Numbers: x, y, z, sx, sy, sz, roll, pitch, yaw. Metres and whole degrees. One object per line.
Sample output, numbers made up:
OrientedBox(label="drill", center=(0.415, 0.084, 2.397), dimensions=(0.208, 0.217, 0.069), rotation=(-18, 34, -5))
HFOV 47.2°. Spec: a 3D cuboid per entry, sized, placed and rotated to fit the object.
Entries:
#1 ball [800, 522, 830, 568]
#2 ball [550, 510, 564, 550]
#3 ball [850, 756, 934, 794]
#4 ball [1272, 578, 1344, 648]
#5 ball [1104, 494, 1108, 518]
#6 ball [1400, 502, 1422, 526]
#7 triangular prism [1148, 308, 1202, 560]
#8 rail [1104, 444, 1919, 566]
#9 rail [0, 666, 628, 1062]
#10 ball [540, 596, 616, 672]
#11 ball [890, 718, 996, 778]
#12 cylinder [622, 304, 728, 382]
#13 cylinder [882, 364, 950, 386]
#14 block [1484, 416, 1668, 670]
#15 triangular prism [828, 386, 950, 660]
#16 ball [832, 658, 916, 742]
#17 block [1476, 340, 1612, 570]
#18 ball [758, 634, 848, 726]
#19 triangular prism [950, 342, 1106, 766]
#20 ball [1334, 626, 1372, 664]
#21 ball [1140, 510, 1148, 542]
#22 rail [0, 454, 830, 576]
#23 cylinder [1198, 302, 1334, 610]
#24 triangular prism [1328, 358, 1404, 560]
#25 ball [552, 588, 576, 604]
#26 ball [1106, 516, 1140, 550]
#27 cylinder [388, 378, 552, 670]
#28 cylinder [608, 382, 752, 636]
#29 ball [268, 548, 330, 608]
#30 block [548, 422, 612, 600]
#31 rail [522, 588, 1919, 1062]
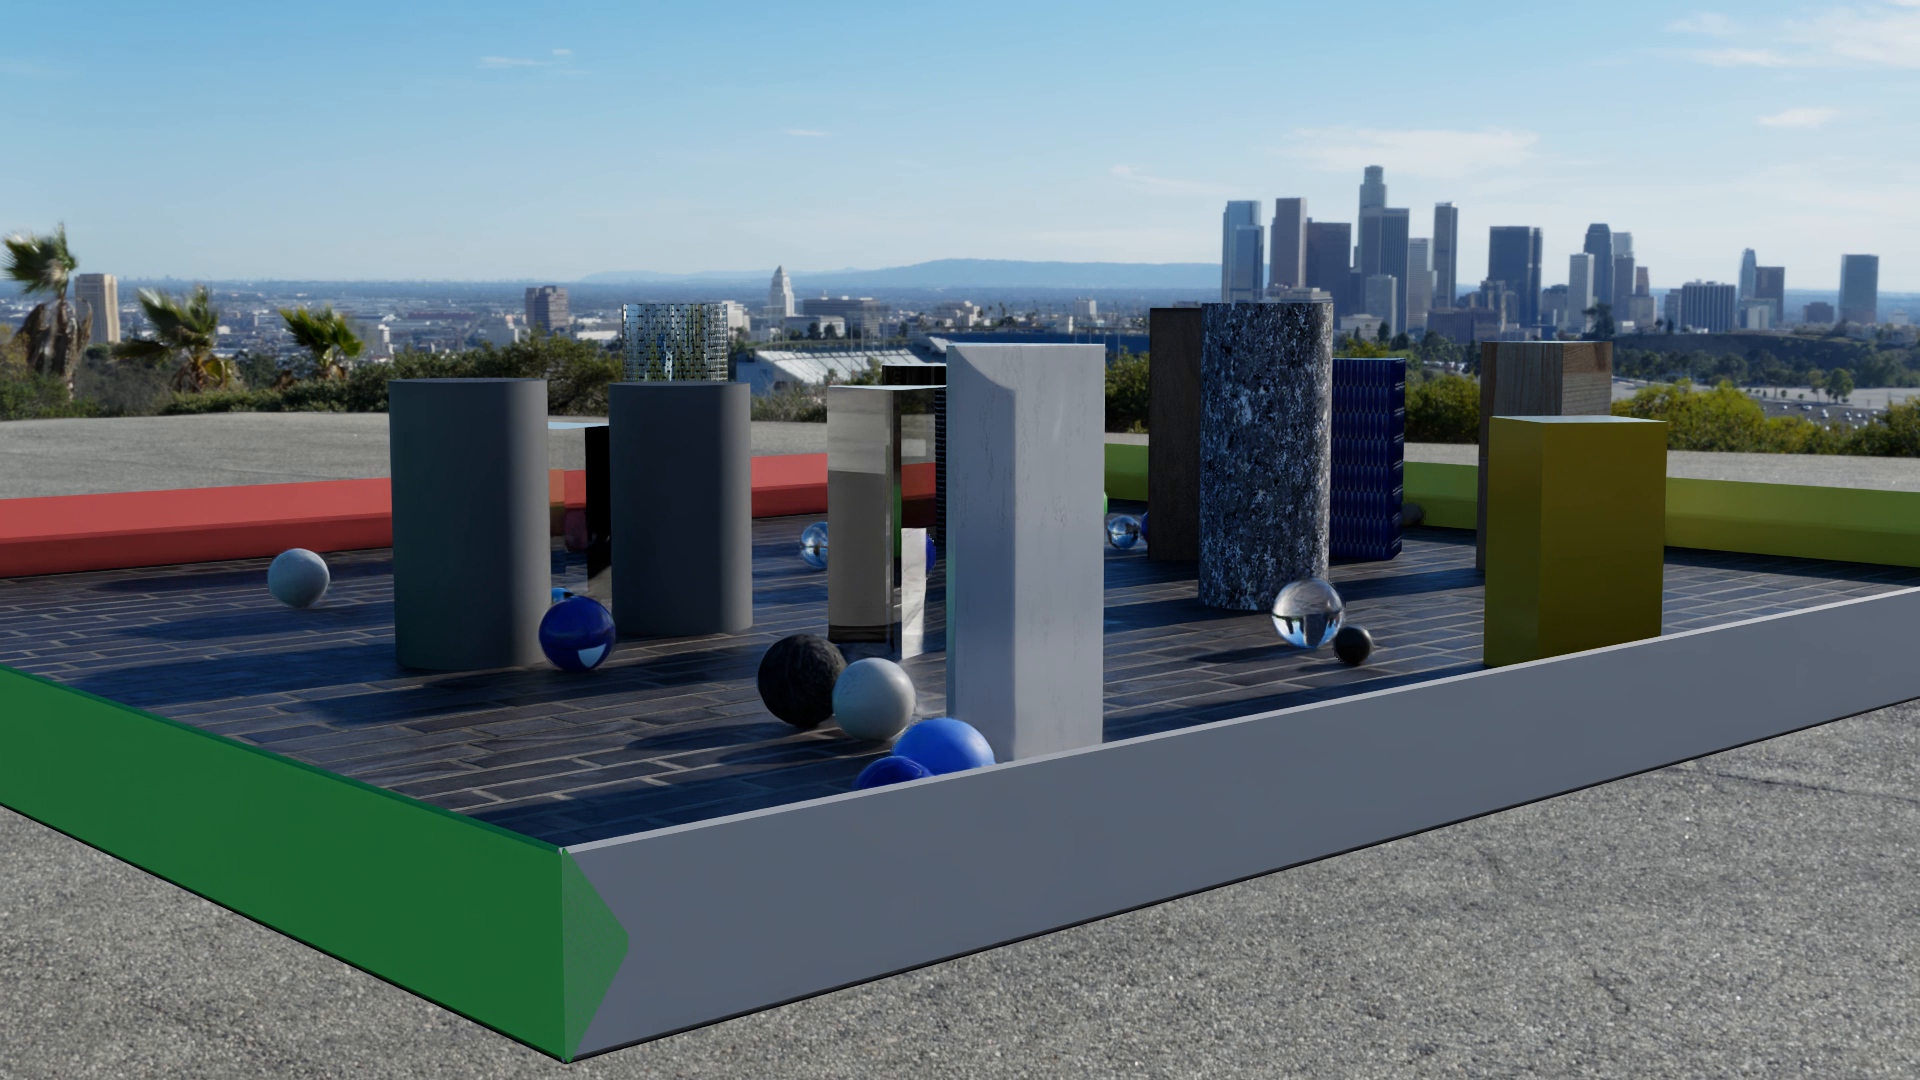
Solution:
OrientedBox(label="ball", center=(-0.238, 0.009, 3.804), dimensions=(0.080, 0.080, 0.080), rotation=(0, 6, 0))
OrientedBox(label="ball", center=(-0.775, -0.019, 4.080), dimensions=(0.080, 0.080, 0.080), rotation=(0, 6, 0))
OrientedBox(label="ball", center=(-0.053, 0.218, 1.824), dimensions=(0.077, 0.077, 0.077), rotation=(0, 6, 0))
OrientedBox(label="ball", center=(0.459, 0.096, 2.904), dimensions=(0.094, 0.094, 0.094), rotation=(0, 6, 0))
OrientedBox(label="ball", center=(0.258, -0.071, 4.518), dimensions=(0.093, 0.093, 0.093), rotation=(0, 6, 0))
OrientedBox(label="ball", center=(0.932, -0.053, 4.545), dimensions=(0.049, 0.049, 0.049), rotation=(0, 6, 0))
OrientedBox(label="triangular prism", center=(0.432, -0.195, 3.985), dimensions=(0.171, 0.449, 0.148), rotation=(1, 6, 8))
OrientedBox(label="rail", center=(1.129, -0.075, 4.368), dimensions=(0.045, 0.128, 2.692), rotation=(-5, 8, -42))
OrientedBox(label="rail", center=(-1.129, 0.142, 2.296), dimensions=(0.045, 0.128, 2.692), rotation=(-5, 8, -42))
OrientedBox(label="ball", center=(-0.473, 0.116, 2.720), dimensions=(0.094, 0.094, 0.094), rotation=(0, 6, 0))
OrientedBox(label="ball", center=(-0.015, 0.201, 1.902), dimensions=(0.094, 0.094, 0.094), rotation=(0, 6, 0))
OrientedBox(label="cylinder", center=(-0.536, -0.216, 4.152), dimensions=(0.198, 0.457, 0.198), rotation=(0, 6, 0))
OrientedBox(label="cylinder", center=(-0.054, -0.172, 4.294), dimensions=(0.198, 0.340, 0.198), rotation=(0, 6, 0))
OrientedBox(label="block", center=(0.754, 0.007, 2.705), dimensions=(0.158, 0.312, 0.158), rotation=(-1, 6, -10))
OrientedBox(label="triangular prism", center=(-0.065, -0.030, 2.904), dimensions=(0.148, 0.345, 0.171), rotation=(-4, 7, -34))
OrientedBox(label="ball", center=(-0.089, 0.165, 2.280), dimensions=(0.087, 0.087, 0.087), rotation=(0, 6, 0))
OrientedBox(label="block", center=(1.003, -0.144, 3.776), dimensions=(0.158, 0.391, 0.158), rotation=(-6, 8, -44))
OrientedBox(label="ball", center=(-0.168, 0.150, 2.366), dimensions=(0.099, 0.099, 0.099), rotation=(0, 6, 0))
OrientedBox(label="triangular prism", center=(0.032, 0.011, 2.194), dimensions=(0.171, 0.412, 0.148), rotation=(-3, 7, -27))
OrientedBox(label="ball", center=(0.497, 0.132, 2.780), dimensions=(0.048, 0.048, 0.048), rotation=(0, 6, 0))
OrientedBox(label="ball", center=(0.380, -0.025, 4.096), dimensions=(0.088, 0.088, 0.088), rotation=(0, 6, 0))
OrientedBox(label="rail", center=(-0.897, -0.067, 4.298), dimensions=(3.120, 0.128, 0.045), rotation=(-5, 8, -42))
OrientedBox(label="cylinder", center=(0.464, -0.132, 3.349), dimensions=(0.198, 0.455, 0.198), rotation=(0, 6, 0))
OrientedBox(label="triangular prism", center=(0.764, -0.153, 4.029), dimensions=(0.148, 0.357, 0.171), rotation=(-5, 8, -42))
OrientedBox(label="ball", center=(-0.539, 0.102, 2.934), dimensions=(0.077, 0.077, 0.077), rotation=(0, 6, 0))
OrientedBox(label="ball", center=(0.306, -0.014, 4.108), dimensions=(0.063, 0.063, 0.063), rotation=(0, 6, 0))
OrientedBox(label="cylinder", center=(-0.625, -0.026, 2.814), dimensions=(0.198, 0.356, 0.198), rotation=(0, 6, 0))
OrientedBox(label="cylinder", center=(-0.393, -0.049, 3.103), dimensions=(0.198, 0.343, 0.198), rotation=(0, 6, 0))
OrientedBox(label="ball", center=(-0.995, 0.057, 3.310), dimensions=(0.088, 0.088, 0.088), rotation=(0, 6, 0))
OrientedBox(label="block", center=(-0.629, -0.044, 3.408), dimensions=(0.158, 0.268, 0.158), rotation=(3, 7, 26))
OrientedBox(label="rail", center=(0.897, 0.134, 2.365), dimensions=(3.120, 0.128, 0.045), rotation=(-5, 8, -42))
